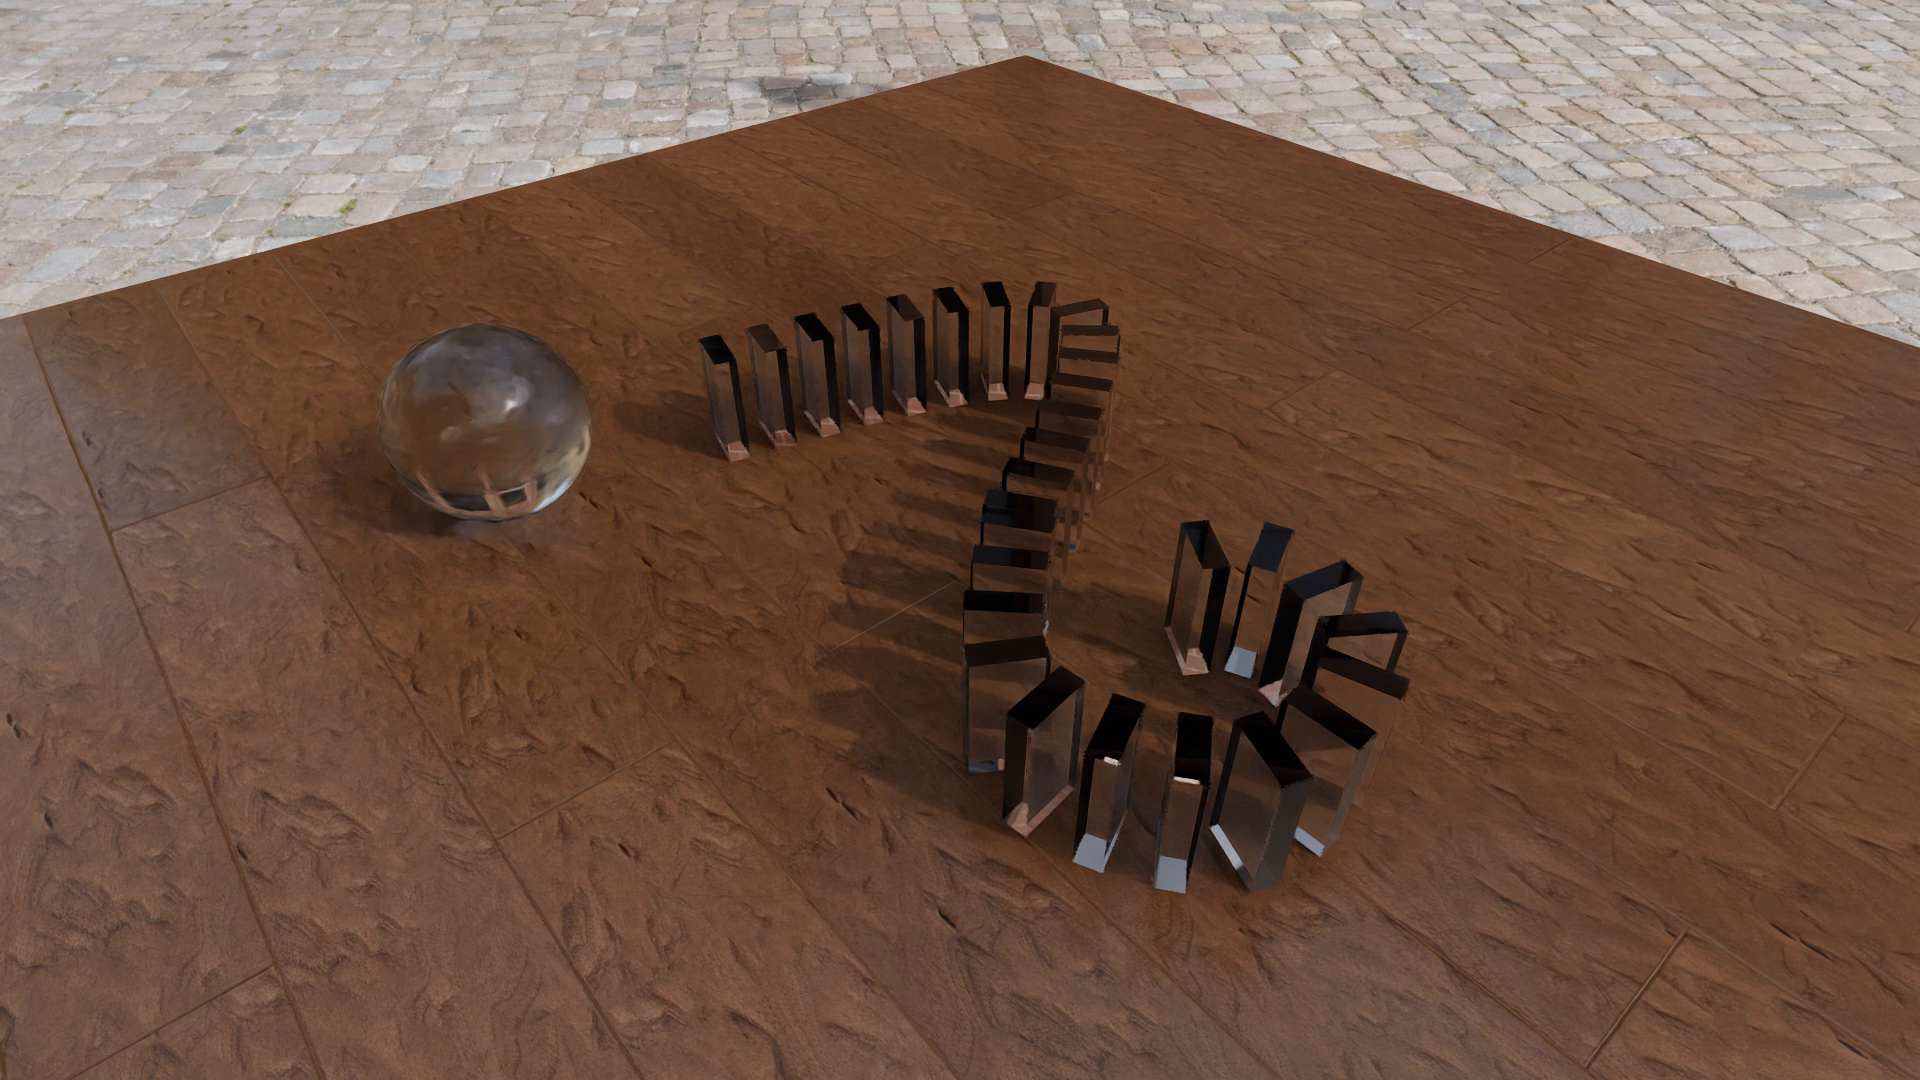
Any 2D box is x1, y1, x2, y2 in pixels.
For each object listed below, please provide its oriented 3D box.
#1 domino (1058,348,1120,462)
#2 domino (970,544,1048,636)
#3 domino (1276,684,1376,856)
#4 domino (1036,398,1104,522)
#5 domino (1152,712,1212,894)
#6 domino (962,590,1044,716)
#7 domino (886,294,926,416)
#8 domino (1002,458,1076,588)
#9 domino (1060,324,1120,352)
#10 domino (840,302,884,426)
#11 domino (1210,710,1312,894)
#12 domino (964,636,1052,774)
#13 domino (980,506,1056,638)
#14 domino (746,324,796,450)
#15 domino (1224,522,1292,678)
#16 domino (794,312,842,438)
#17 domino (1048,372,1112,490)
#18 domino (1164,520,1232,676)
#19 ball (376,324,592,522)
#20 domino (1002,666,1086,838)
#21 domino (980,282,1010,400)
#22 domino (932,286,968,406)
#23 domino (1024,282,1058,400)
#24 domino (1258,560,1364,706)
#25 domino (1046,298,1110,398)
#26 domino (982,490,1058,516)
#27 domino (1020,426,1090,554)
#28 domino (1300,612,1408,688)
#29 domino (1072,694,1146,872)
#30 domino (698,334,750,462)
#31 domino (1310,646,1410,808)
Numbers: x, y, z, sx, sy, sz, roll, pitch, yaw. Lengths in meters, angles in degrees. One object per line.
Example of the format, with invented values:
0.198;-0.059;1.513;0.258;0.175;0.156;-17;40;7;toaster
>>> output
0.055;-0.059;0.484;0.025;0.050;0.009;8;40;9;domino
0.017;0.025;0.381;0.025;0.050;0.009;6;40;7;domino
0.105;0.069;0.327;0.010;0.050;0.025;-30;48;-31;domino
0.044;-0.032;0.451;0.025;0.050;0.010;11;41;14;domino
0.064;0.076;0.318;0.009;0.050;0.025;8;40;9;domino
0.014;0.039;0.364;0.025;0.050;0.009;3;39;4;domino
-0.025;-0.087;0.517;0.009;0.050;0.025;-15;42;-17;domino
0.029;-0.006;0.419;0.025;0.050;0.009;13;41;16;domino
0.058;-0.073;0.501;0.025;0.050;0.010;1;39;1;domino
-0.045;-0.081;0.511;0.010;0.050;0.025;-16;42;-19;domino
0.086;0.076;0.318;0.009;0.050;0.025;-12;41;-15;domino
0.014;0.053;0.347;0.025;0.050;0.010;-6;40;-8;domino
0.020;0.012;0.396;0.025;0.050;0.010;9;40;11;domino
-0.085;-0.069;0.496;0.010;0.050;0.025;-18;43;-21;domino
0.104;0.022;0.385;0.009;0.050;0.025;17;42;20;domino
-0.065;-0.075;0.503;0.009;0.050;0.025;-17;42;-20;domino
0.050;-0.046;0.467;0.025;0.050;0.010;10;40;12;domino
0.083;0.021;0.386;0.010;0.050;0.025;-5;40;-6;domino
-0.191;-0.047;0.445;0.080;0.080;0.080;0;39;0;ball
0.025;0.064;0.333;0.010;0.050;0.025;30;48;31;domino
0.017;-0.095;0.528;0.010;0.050;0.025;-6;40;-7;domino
-0.004;-0.092;0.523;0.009;0.050;0.025;-12;41;-15;domino
0.039;-0.095;0.528;0.009;0.050;0.025;8;40;10;domino
0.118;0.032;0.372;0.025;0.050;0.009;-18;43;-21;domino
0.055;-0.087;0.517;0.025;0.050;0.010;-14;41;-17;domino
0.021;0.006;0.404;0.025;0.050;0.009;10;40;12;domino
0.036;-0.019;0.435;0.025;0.050;0.009;13;41;15;domino
0.125;0.045;0.356;0.025;0.050;0.009;-4;39;-4;domino
0.044;0.072;0.324;0.010;0.050;0.025;16;42;19;domino
-0.104;-0.063;0.488;0.009;0.050;0.025;-17;42;-20;domino
0.119;0.058;0.340;0.025;0.050;0.009;22;44;25;domino
